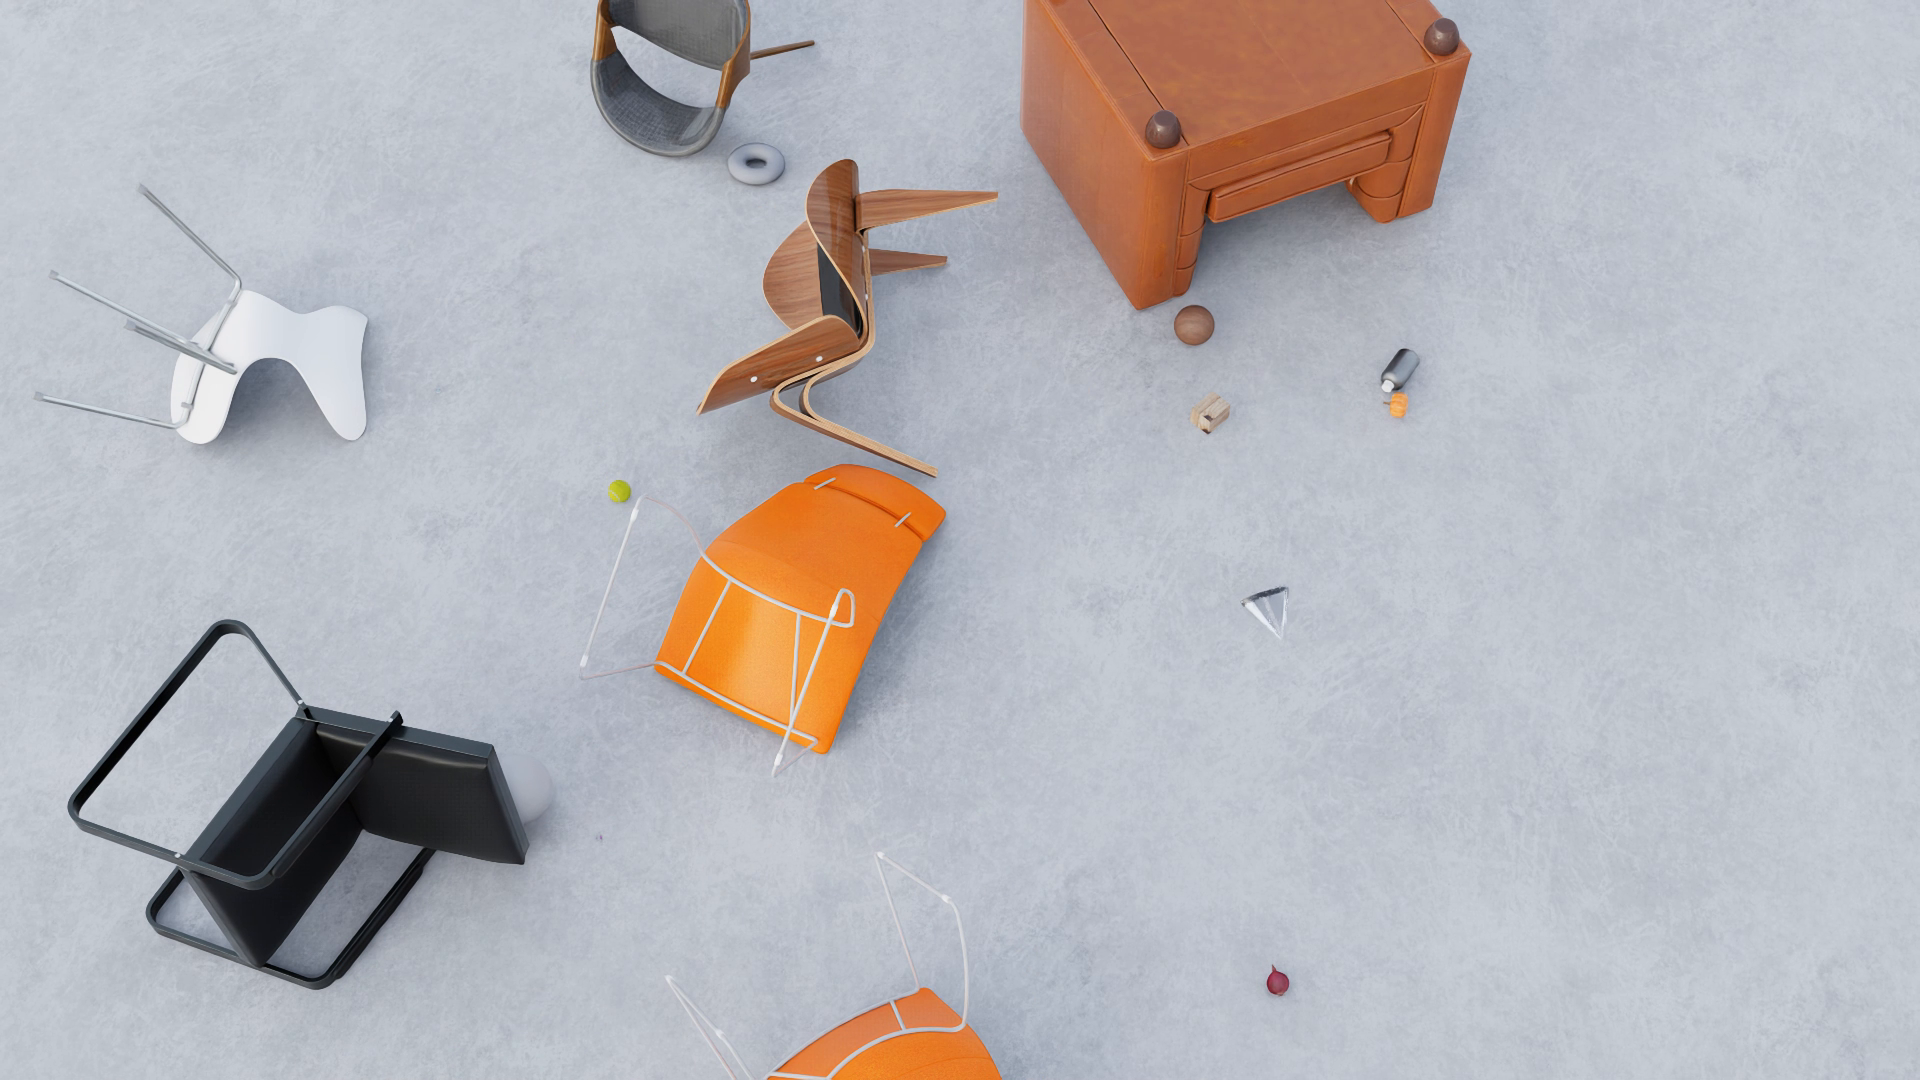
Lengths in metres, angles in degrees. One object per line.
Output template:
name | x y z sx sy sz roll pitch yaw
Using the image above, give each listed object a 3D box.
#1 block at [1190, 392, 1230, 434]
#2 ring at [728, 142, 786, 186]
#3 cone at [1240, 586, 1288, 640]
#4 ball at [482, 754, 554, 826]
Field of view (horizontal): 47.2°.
block | 0.774 -0.393 6.798 0.095 0.066 0.075 -39 64 -23
ring | -0.684 -1.264 7.387 0.195 0.059 0.171 5 57 2
cone | 0.912 0.225 6.402 0.156 0.071 0.147 -15 71 -11
ball | -1.208 0.682 6.001 0.191 0.191 0.191 0 56 0
